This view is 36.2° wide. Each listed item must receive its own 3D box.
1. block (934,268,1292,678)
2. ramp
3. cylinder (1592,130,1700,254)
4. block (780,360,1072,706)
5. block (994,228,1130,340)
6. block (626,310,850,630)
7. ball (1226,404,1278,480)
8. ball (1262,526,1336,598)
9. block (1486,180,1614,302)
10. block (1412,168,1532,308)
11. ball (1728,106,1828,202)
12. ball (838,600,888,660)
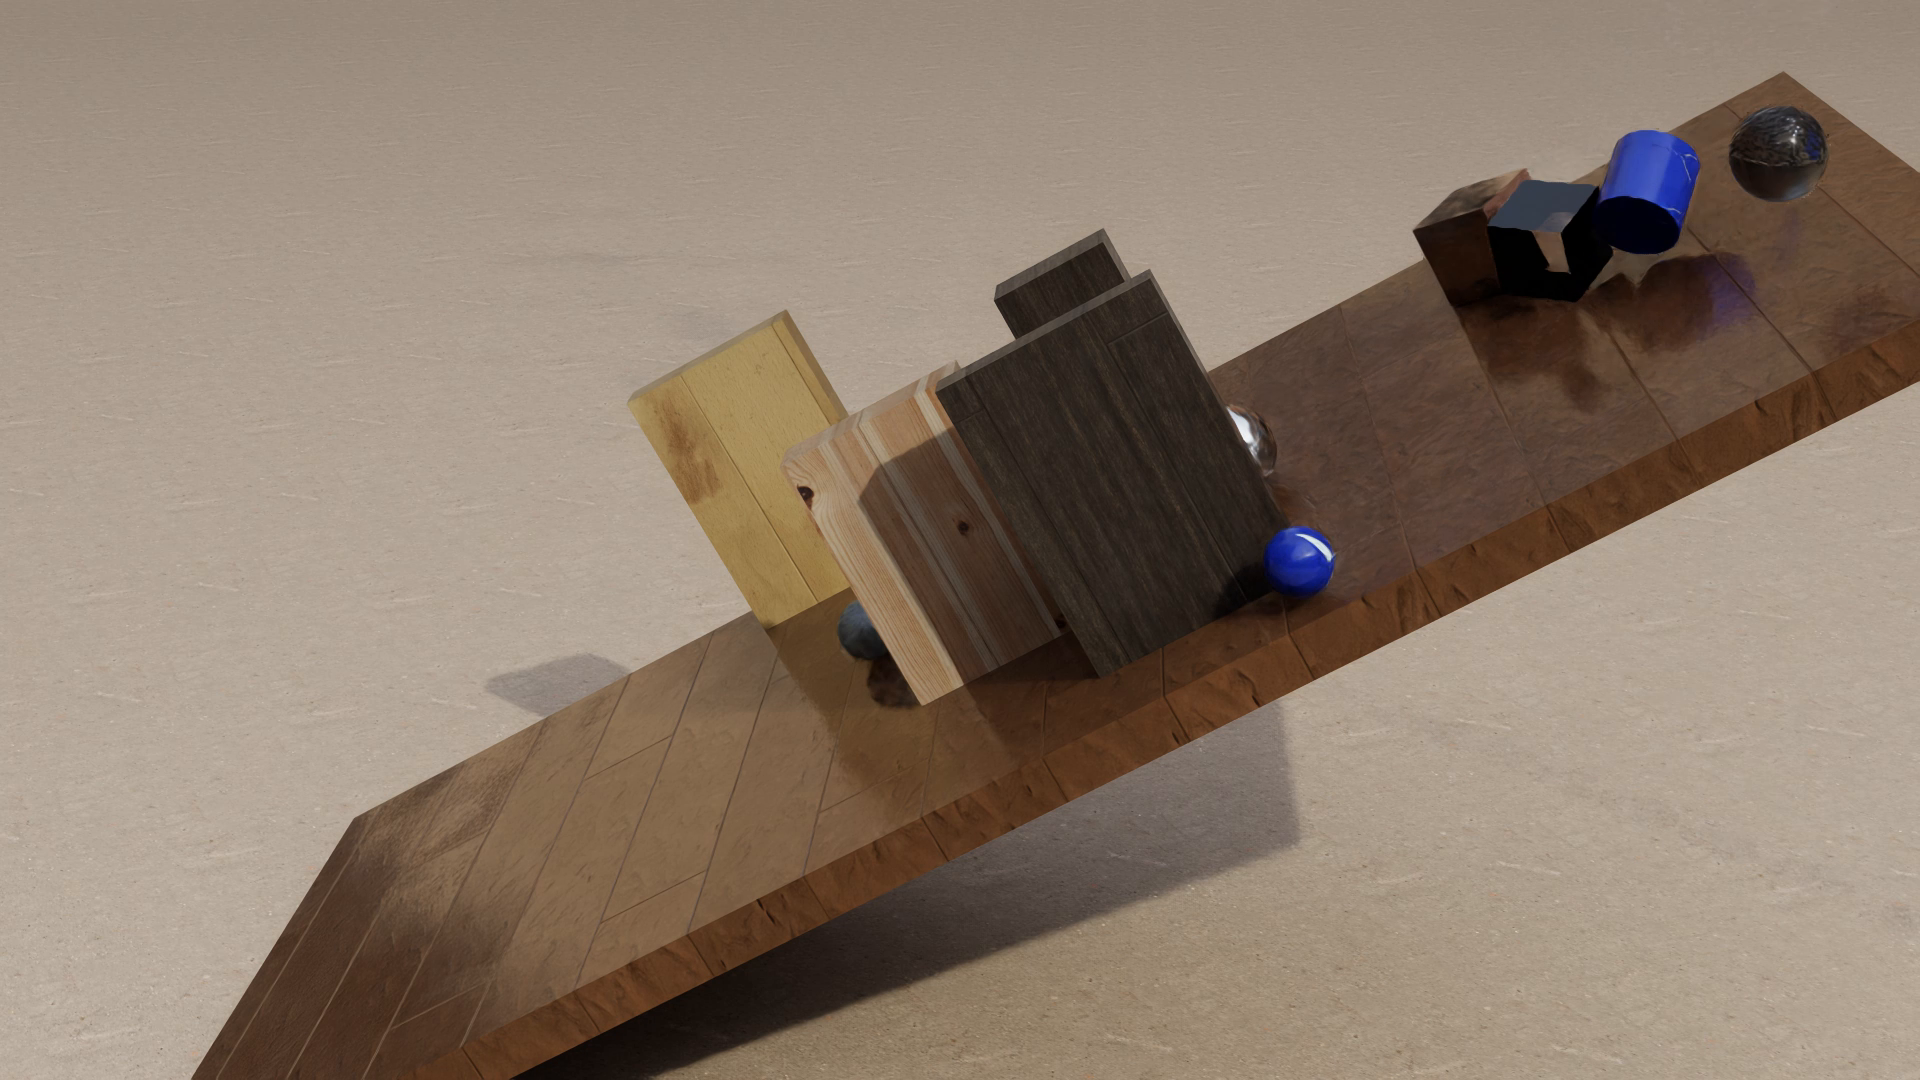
[{"bbox_3d":[0.304,-0.117,5.437,0.445,0.631,0.081,-27,14,11],"label":"block"},{"bbox_3d":[0.142,0.167,6.283,4.000,0.100,2.000,-27,14,11],"label":"ramp"},{"bbox_3d":[1.408,-0.713,6.036,0.180,0.180,0.180,9,59,25],"label":"cylinder"},{"bbox_3d":[-0.042,-0.012,5.894,0.393,0.571,0.128,-27,14,11],"label":"block"},{"bbox_3d":[0.326,-0.364,6.402,0.266,0.550,0.144,-27,14,11],"label":"block"},{"bbox_3d":[-0.442,-0.164,7.055,0.429,0.649,0.103,-27,14,11],"label":"block"},{"bbox_3d":[0.554,-0.181,6.046,0.194,0.194,0.194,0,18,0],"label":"ball"},{"bbox_3d":[0.607,0.039,5.266,0.130,0.130,0.130,0,18,0],"label":"ball"},{"bbox_3d":[1.227,-0.623,6.114,0.172,0.172,0.172,11,46,38],"label":"block"},{"bbox_3d":[1.164,-0.665,6.472,0.199,0.199,0.199,-14,22,48],"label":"block"},{"bbox_3d":[1.535,-0.724,5.515,0.181,0.181,0.181,0,18,0],"label":"ball"},{"bbox_3d":[-0.200,0.193,6.399,0.135,0.135,0.135,0,18,0],"label":"ball"}]
